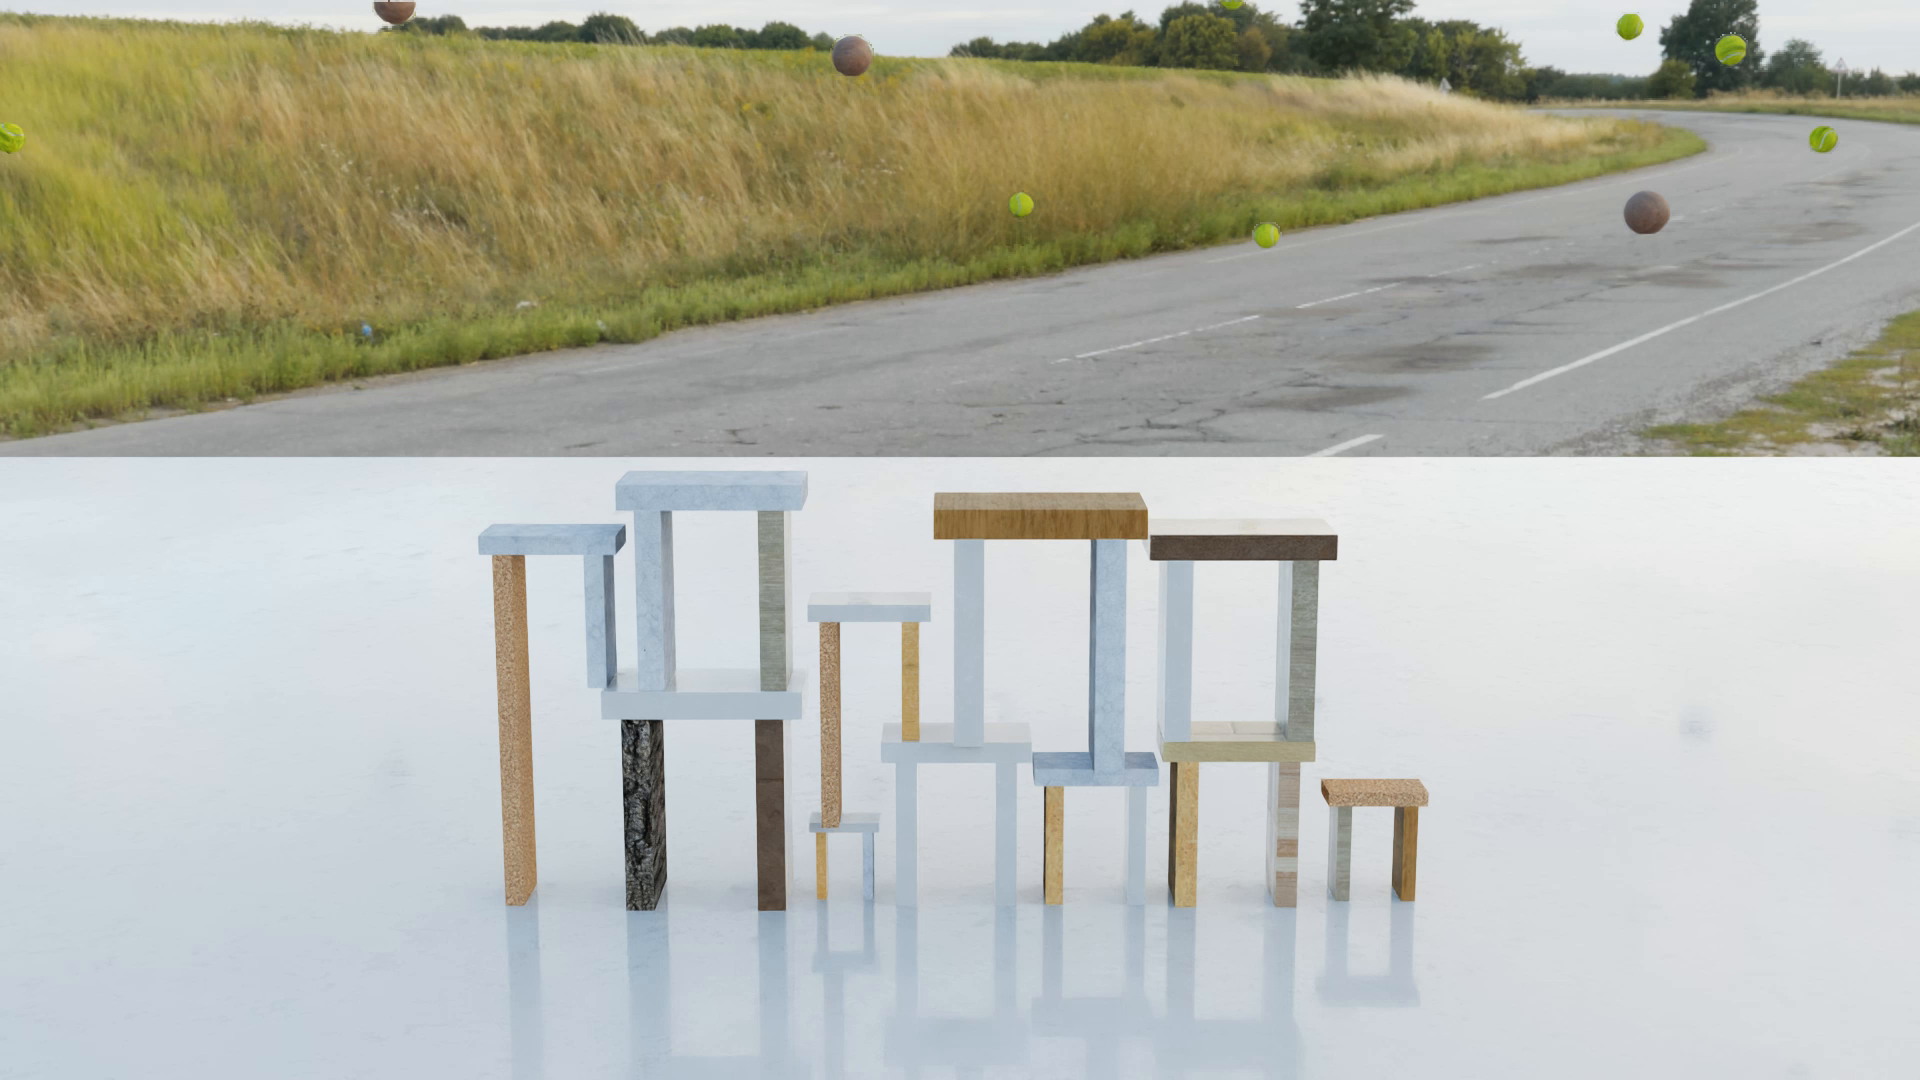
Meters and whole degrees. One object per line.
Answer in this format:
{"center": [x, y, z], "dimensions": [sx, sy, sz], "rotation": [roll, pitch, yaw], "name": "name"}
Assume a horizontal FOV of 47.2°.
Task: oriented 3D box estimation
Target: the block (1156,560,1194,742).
{"center": [0.351, 0.166, 3.595], "dimensions": [0.042, 0.298, 0.149], "rotation": [0, 11, 0], "name": "block"}

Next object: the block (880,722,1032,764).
{"center": [-0.006, 0.333, 3.620], "dimensions": [0.244, 0.035, 0.122], "rotation": [0, 11, 0], "name": "block"}

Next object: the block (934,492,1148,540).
{"center": [0.127, -0.040, 3.550], "dimensions": [0.338, 0.048, 0.169], "rotation": [0, 11, 0], "name": "block"}

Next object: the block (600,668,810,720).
{"center": [-0.414, 0.251, 3.604], "dimensions": [0.322, 0.046, 0.161], "rotation": [0, 11, 0], "name": "block"}

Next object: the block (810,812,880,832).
{"center": [-0.191, 0.468, 3.648], "dimensions": [0.115, 0.016, 0.058], "rotation": [0, 11, 0], "name": "block"}

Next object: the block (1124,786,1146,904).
{"center": [0.290, 0.491, 3.647], "dimensions": [0.029, 0.203, 0.101], "rotation": [0, 11, 0], "name": "block"}

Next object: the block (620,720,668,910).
{"center": [-0.521, 0.432, 3.637], "dimensions": [0.046, 0.322, 0.161], "rotation": [0, 11, 0], "name": "block"}

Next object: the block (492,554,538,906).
{"center": [-0.731, 0.302, 3.612], "dimensions": [0.031, 0.587, 0.109], "rotation": [0, 11, 0], "name": "block"}

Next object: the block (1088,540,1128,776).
{"center": [0.240, 0.174, 3.589], "dimensions": [0.048, 0.386, 0.169], "rotation": [0, 11, 0], "name": "block"}

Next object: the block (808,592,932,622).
{"center": [-0.146, 0.109, 3.575], "dimensions": [0.198, 0.028, 0.099], "rotation": [0, 11, 0], "name": "block"}

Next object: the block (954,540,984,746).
{"center": [0.014, 0.150, 3.585], "dimensions": [0.048, 0.338, 0.169], "rotation": [0, 11, 0], "name": "block"}

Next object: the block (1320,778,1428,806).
{"center": [0.686, 0.418, 3.640], "dimensions": [0.163, 0.023, 0.081], "rotation": [0, 11, 0], "name": "block"}

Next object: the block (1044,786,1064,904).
{"center": [0.155, 0.491, 3.647], "dimensions": [0.029, 0.203, 0.101], "rotation": [0, 11, 0], "name": "block"}

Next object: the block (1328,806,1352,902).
{"center": [0.631, 0.509, 3.657], "dimensions": [0.023, 0.163, 0.081], "rotation": [0, 11, 0], "name": "block"}

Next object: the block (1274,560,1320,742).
{"center": [0.550, 0.166, 3.594], "dimensions": [0.042, 0.298, 0.149], "rotation": [0, 11, 0], "name": "block"}

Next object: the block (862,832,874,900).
{"center": [-0.152, 0.533, 3.660], "dimensions": [0.016, 0.115, 0.058], "rotation": [0, 11, 0], "name": "block"}

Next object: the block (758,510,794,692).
{"center": [-0.299, 0.085, 3.572], "dimensions": [0.042, 0.293, 0.147], "rotation": [0, 11, 0], "name": "block"}

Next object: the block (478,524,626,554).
{"center": [-0.658, -0.001, 3.556], "dimensions": [0.219, 0.031, 0.109], "rotation": [0, 11, 0], "name": "block"}

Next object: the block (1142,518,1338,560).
{"center": [0.451, -0.001, 3.564], "dimensions": [0.298, 0.042, 0.149], "rotation": [0, 11, 0], "name": "block"}

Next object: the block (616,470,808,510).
{"center": [-0.397, -0.080, 3.542], "dimensions": [0.293, 0.042, 0.147], "rotation": [0, 11, 0], "name": "block"}

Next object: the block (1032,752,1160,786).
{"center": [0.223, 0.377, 3.626], "dimensions": [0.203, 0.029, 0.101], "rotation": [0, 11, 0], "name": "block"}

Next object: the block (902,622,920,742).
{"center": [-0.080, 0.220, 3.596], "dimensions": [0.028, 0.198, 0.099], "rotation": [0, 11, 0], "name": "block"}

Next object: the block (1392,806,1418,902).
{"center": [0.740, 0.509, 3.657], "dimensions": [0.023, 0.163, 0.081], "rotation": [0, 11, 0], "name": "block"}

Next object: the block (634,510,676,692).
{"center": [-0.495, 0.085, 3.572], "dimensions": [0.042, 0.293, 0.147], "rotation": [0, 11, 0], "name": "block"}

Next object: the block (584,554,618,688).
{"center": [-0.585, 0.121, 3.578], "dimensions": [0.031, 0.219, 0.109], "rotation": [0, 11, 0], "name": "block"}

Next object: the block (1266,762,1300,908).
{"center": [0.534, 0.470, 3.642], "dimensions": [0.035, 0.247, 0.123], "rotation": [0, 11, 0], "name": "block"}

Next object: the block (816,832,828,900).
{"center": [-0.229, 0.533, 3.660], "dimensions": [0.016, 0.115, 0.058], "rotation": [0, 11, 0], "name": "block"}

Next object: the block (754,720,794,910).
{"center": [-0.307, 0.432, 3.637], "dimensions": [0.046, 0.322, 0.161], "rotation": [0, 11, 0], "name": "block"}

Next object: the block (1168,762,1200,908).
{"center": [0.370, 0.469, 3.642], "dimensions": [0.035, 0.247, 0.123], "rotation": [0, 10, 0], "name": "block"}

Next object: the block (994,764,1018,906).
{"center": [0.075, 0.470, 3.646], "dimensions": [0.035, 0.244, 0.122], "rotation": [0, 11, 0], "name": "block"}

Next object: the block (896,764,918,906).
{"center": [-0.087, 0.470, 3.646], "dimensions": [0.035, 0.244, 0.122], "rotation": [0, 11, 0], "name": "block"}

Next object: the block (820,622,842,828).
{"center": [-0.212, 0.292, 3.609], "dimensions": [0.028, 0.345, 0.099], "rotation": [0, 11, 0], "name": "block"}

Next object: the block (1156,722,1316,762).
{"center": [0.452, 0.331, 3.616], "dimensions": [0.247, 0.035, 0.123], "rotation": [0, 11, 0], "name": "block"}
